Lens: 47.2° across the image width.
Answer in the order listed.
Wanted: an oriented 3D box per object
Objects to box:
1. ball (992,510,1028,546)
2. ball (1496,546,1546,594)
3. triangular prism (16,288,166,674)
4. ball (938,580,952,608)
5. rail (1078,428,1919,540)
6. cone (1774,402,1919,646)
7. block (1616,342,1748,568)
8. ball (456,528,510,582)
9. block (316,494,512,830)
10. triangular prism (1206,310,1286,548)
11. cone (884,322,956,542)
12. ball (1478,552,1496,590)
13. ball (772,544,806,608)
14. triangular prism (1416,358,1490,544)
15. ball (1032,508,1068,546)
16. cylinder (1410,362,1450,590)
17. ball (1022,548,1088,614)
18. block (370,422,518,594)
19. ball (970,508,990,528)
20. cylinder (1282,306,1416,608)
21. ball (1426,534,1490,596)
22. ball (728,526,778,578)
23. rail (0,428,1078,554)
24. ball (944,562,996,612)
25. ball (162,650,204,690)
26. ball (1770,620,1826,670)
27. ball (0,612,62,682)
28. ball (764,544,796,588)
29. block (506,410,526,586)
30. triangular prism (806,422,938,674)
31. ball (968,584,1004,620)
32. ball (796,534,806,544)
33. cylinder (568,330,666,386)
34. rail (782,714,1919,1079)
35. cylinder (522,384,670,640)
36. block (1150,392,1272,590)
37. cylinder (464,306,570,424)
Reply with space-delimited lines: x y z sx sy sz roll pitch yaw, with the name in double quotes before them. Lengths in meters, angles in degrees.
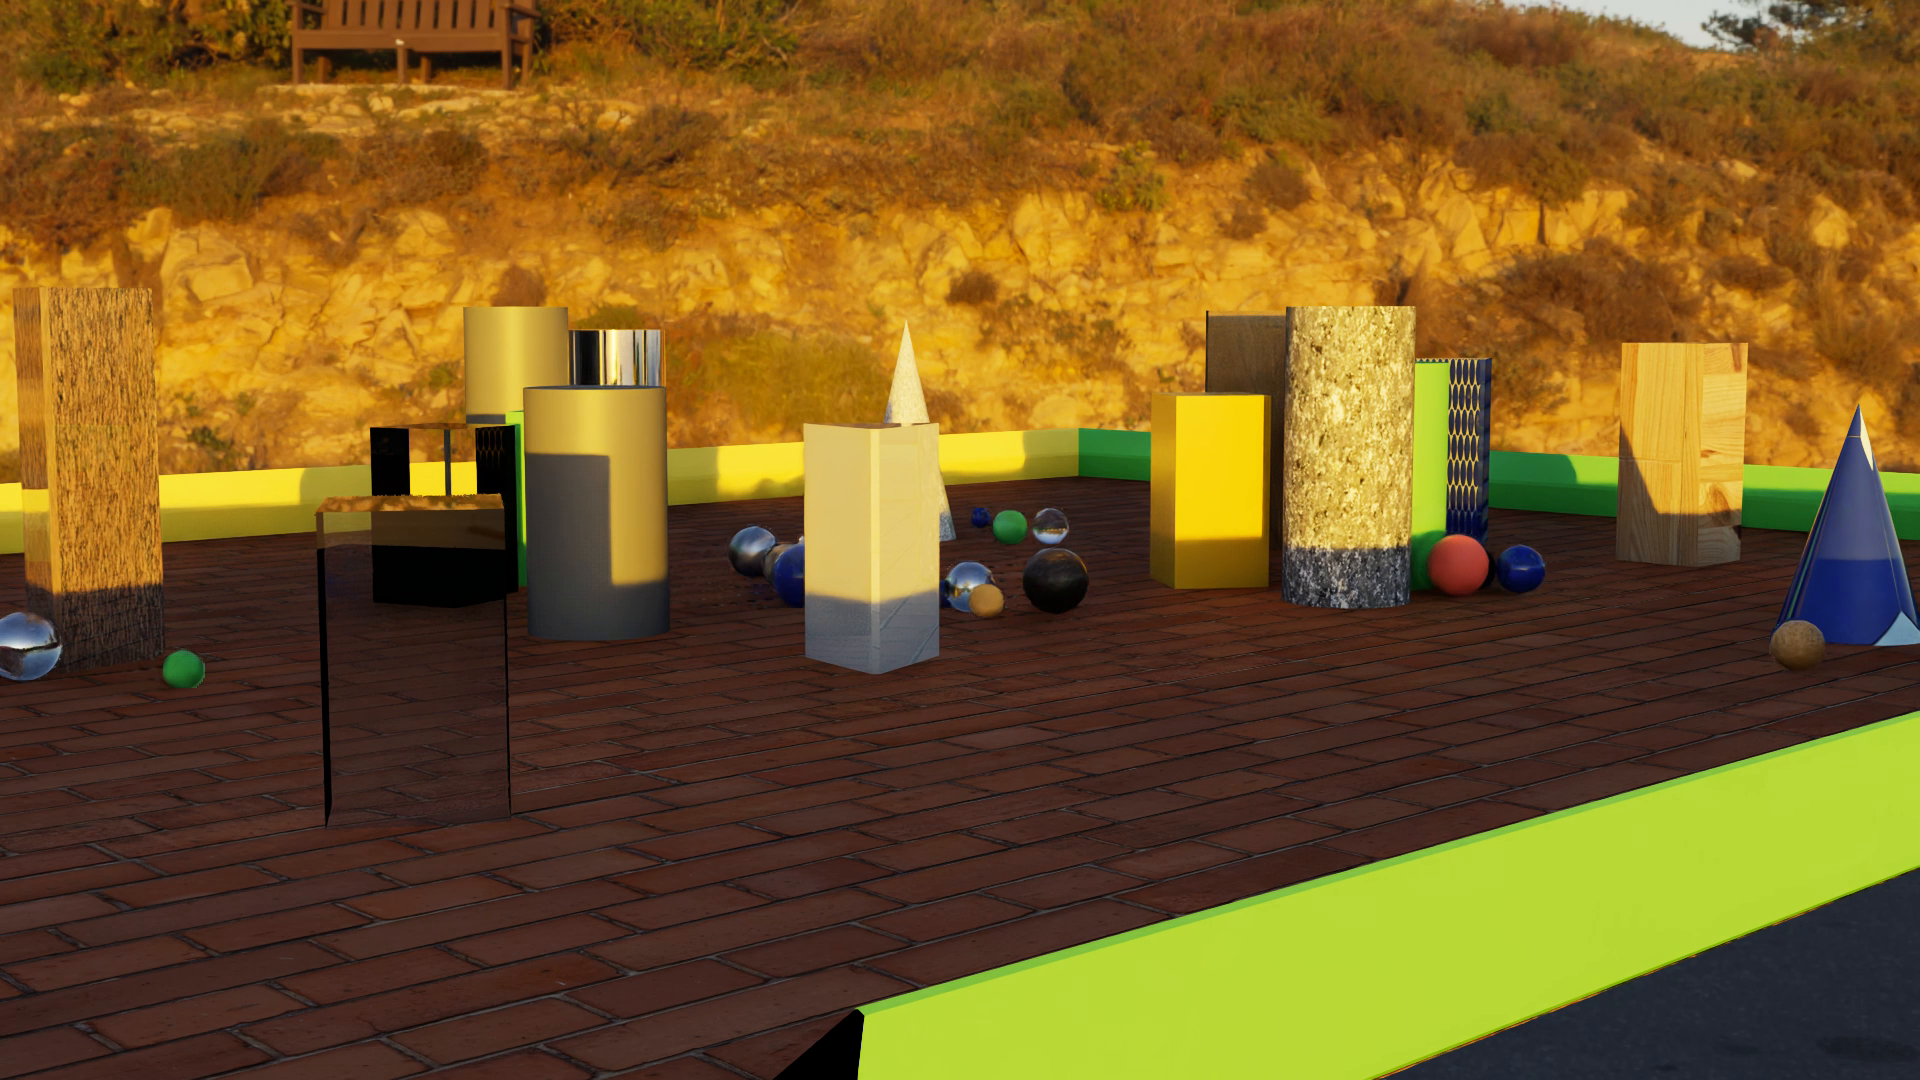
"ball" 0.095 -0.023 4.161 0.068 0.068 0.068 0 6 0
"ball" 0.882 0.046 3.460 0.076 0.076 0.076 0 6 0
"triangular prism" -1.089 -0.082 2.782 0.146 0.471 0.169 -4 7 -33
"ball" -0.022 0.081 3.284 0.043 0.043 0.043 0 6 0
"rail" 1.446 -0.106 4.659 0.045 0.127 3.378 -5 8 -42
"cone" 1.221 -0.028 3.003 0.195 0.319 0.195 0 6 0
"block" 1.280 -0.156 3.903 0.156 0.386 0.156 -6 8 -44
"ball" -0.781 0.025 3.604 0.088 0.088 0.088 0 6 0
"block" -0.485 0.103 1.964 0.156 0.274 0.156 -1 6 -13
"triangular prism" 0.551 -0.212 4.163 0.169 0.443 0.146 1 6 8
"cone" -0.104 -0.215 4.280 0.195 0.425 0.195 0 6 0
"ball" 0.817 0.046 3.494 0.069 0.069 0.069 0 6 0
"ball" -0.232 0.054 3.280 0.097 0.097 0.097 0 6 0
"triangular prism" 0.970 -0.172 4.220 0.146 0.352 0.169 -6 8 -42
"ball" 0.172 -0.025 4.172 0.070 0.070 0.070 0 6 0
"cylinder" 0.694 -0.109 3.581 0.195 0.359 0.195 0 6 0
"ball" 0.140 0.059 3.232 0.097 0.097 0.097 0 6 0
"block" -0.803 -0.046 3.431 0.156 0.264 0.156 3 7 26
"ball" 0.042 -0.046 4.498 0.043 0.043 0.043 0 6 0
"cylinder" 0.593 -0.131 3.359 0.195 0.449 0.195 0 6 0
"ball" 0.775 0.040 3.423 0.096 0.096 0.096 0 6 0
"ball" -0.343 0.020 3.665 0.085 0.085 0.085 0 6 0
"rail" -1.129 -0.095 4.549 3.984 0.127 0.045 -5 8 -42
"ball" 0.015 0.069 3.238 0.076 0.076 0.076 0 6 0
"ball" -0.915 0.153 2.588 0.046 0.046 0.046 0 6 0
"ball" 1.037 0.130 2.720 0.063 0.063 0.063 0 6 0
"ball" -1.125 0.128 2.642 0.084 0.084 0.084 0 6 0
"ball" -0.270 0.044 3.463 0.079 0.079 0.079 0 6 0
"block" -0.634 -0.072 3.597 0.156 0.281 0.156 2 6 14
"triangular prism" -0.089 0.004 2.788 0.146 0.300 0.169 -4 7 -34
"ball" 0.038 0.089 3.175 0.051 0.051 0.051 0 6 0
"ball" -0.223 0.030 3.533 0.092 0.092 0.092 0 6 0
"cylinder" -0.684 -0.216 4.386 0.195 0.405 0.195 0 6 0
"rail" 1.129 0.161 2.115 3.984 0.127 0.045 -5 8 -42
"cylinder" -0.502 -0.042 3.043 0.195 0.338 0.195 0 6 0
"block" 0.407 -0.084 3.588 0.156 0.308 0.156 -1 6 -10
"cylinder" -0.844 -0.219 4.198 0.195 0.449 0.195 0 6 0
